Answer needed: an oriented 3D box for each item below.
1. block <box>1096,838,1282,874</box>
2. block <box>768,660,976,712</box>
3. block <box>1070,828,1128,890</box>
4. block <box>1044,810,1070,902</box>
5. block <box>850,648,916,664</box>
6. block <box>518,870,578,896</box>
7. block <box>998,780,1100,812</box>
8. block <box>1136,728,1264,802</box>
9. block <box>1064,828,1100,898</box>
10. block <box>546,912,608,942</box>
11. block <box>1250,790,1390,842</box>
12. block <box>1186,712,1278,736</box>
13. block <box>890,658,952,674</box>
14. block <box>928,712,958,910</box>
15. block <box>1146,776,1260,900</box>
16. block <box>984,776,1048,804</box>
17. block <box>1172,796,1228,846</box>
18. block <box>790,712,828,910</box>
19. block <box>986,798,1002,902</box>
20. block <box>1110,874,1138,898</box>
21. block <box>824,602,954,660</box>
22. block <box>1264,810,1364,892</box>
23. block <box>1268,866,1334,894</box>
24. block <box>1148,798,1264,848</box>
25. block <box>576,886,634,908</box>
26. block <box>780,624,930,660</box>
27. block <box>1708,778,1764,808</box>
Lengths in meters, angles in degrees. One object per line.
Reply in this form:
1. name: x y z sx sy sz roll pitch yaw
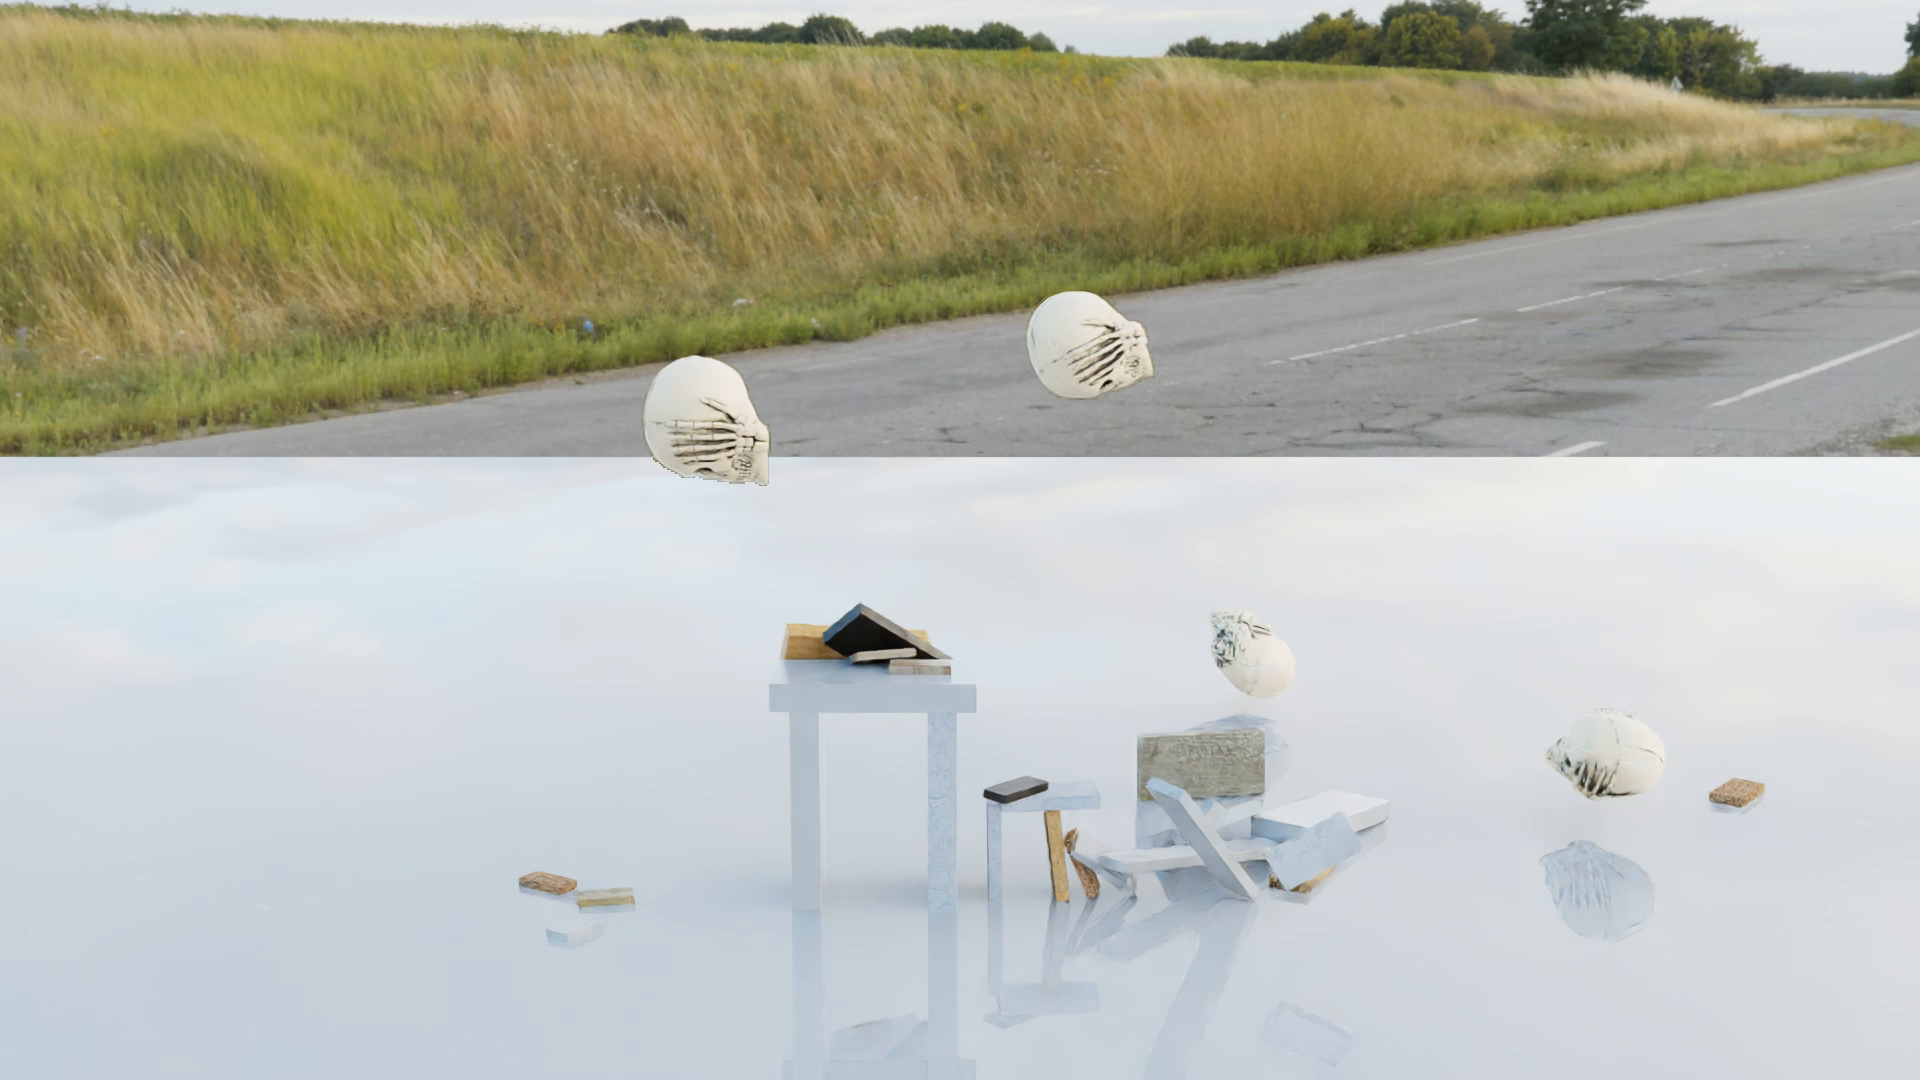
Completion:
1. block: 0.425 0.533 3.738 0.477 0.018 0.063 2 7 -41
2. block: -0.140 0.239 3.608 0.333 0.047 0.167 0 11 0
3. block: 0.233 0.526 3.631 0.106 0.015 0.053 35 37 -10
4. block: 0.159 0.509 3.655 0.023 0.163 0.081 -7 11 -1
5. block: -0.128 0.192 3.643 0.101 0.014 0.050 -4 -9 -18
6. block: -0.693 0.577 3.702 0.091 0.013 0.045 7 12 32
7. block: 0.145 0.421 3.616 0.163 0.023 0.081 -2 12 -4
8. block: 0.459 0.428 4.200 0.244 0.122 0.035 -2 5 -11
9. block: 0.203 0.539 3.662 0.015 0.106 0.053 -22 5 15
10. block: -0.608 0.616 3.496 0.045 0.013 0.091 7 12 32
11. block: 0.654 0.502 3.974 0.122 0.035 0.312 8 8 35
12. block: 0.571 0.400 4.618 0.184 0.026 0.092 -10 14 -42
13. block: -0.064 0.208 3.605 0.101 0.014 0.050 0 11 1
14. block: -0.029 0.426 3.643 0.047 0.333 0.167 0 11 0
15. block: 0.394 0.484 3.544 0.069 0.020 0.332 20 -23 42
16. block: 0.091 0.408 3.590 0.101 0.014 0.050 -12 16 -43
17. block: 0.406 0.501 3.774 0.018 0.125 0.063 35 -1 33
18. block: -0.251 0.426 3.643 0.047 0.333 0.167 0 11 0
19. block: 0.058 0.509 3.656 0.023 0.163 0.081 -1 11 0
20. block: 0.249 0.548 3.664 0.106 0.015 0.053 40 18 -3
21. block: -0.114 0.190 3.702 0.227 0.092 0.026 33 32 -31
22. block: 0.549 0.483 3.415 0.138 0.069 0.020 -28 -12 -4
23. block: 0.581 0.567 3.741 0.069 0.020 0.138 5 12 27
24. block: 0.434 0.502 3.883 0.184 0.026 0.092 -16 -9 -22
25. block: -0.586 0.590 3.632 0.091 0.013 0.045 -3 11 -13
26. block: -0.184 0.207 3.746 0.244 0.122 0.035 4 34 -16
27. block: 1.484 0.482 4.201 0.063 0.018 0.125 8 13 38
